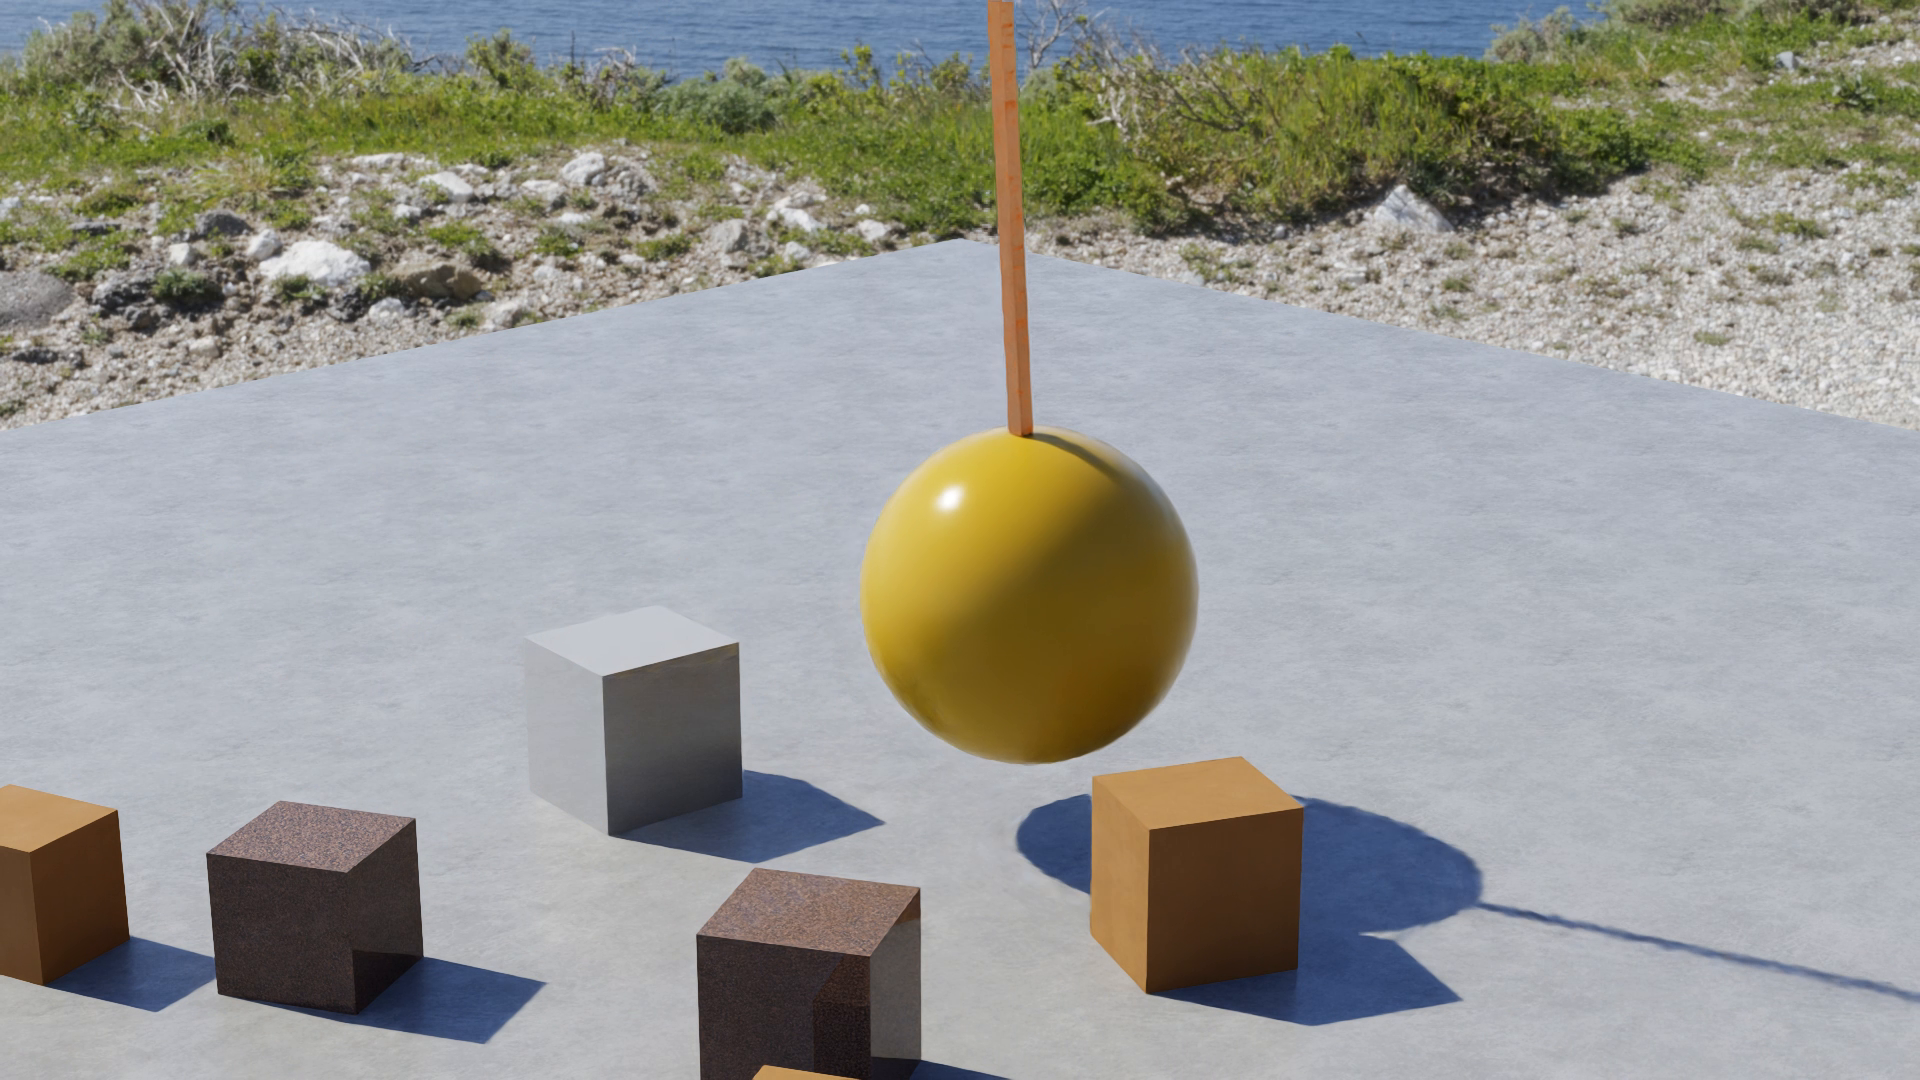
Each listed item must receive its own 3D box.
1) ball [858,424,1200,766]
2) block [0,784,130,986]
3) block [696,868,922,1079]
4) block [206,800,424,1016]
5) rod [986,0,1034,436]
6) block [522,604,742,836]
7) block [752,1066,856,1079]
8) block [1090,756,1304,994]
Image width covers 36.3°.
[{"bbox_3d":[0.324,0.254,13.761,1.600,1.600,1.600,0,17,0],"label":"ball"},{"bbox_3d":[-4.021,1.477,12.625,0.626,0.612,0.519,9,20,26],"label":"block"},{"bbox_3d":[-0.577,1.785,11.413,0.691,0.750,0.649,5,18,15],"label":"block"},{"bbox_3d":[-2.711,1.542,12.368,0.651,0.642,0.594,5,18,17],"label":"block"},{"bbox_3d":[0.140,-2.925,12.570,0.080,5.200,0.080,17,28,42],"label":"rod"},{"bbox_3d":[-1.588,0.863,14.257,0.772,0.805,0.714,-14,22,-37],"label":"block"},{"bbox_3d":[-0.583,2.219,10.629,0.450,0.393,0.475,5,18,17],"label":"block"},{"bbox_3d":[1.006,1.425,12.569,0.703,0.745,0.619,-6,18,-19],"label":"block"}]
